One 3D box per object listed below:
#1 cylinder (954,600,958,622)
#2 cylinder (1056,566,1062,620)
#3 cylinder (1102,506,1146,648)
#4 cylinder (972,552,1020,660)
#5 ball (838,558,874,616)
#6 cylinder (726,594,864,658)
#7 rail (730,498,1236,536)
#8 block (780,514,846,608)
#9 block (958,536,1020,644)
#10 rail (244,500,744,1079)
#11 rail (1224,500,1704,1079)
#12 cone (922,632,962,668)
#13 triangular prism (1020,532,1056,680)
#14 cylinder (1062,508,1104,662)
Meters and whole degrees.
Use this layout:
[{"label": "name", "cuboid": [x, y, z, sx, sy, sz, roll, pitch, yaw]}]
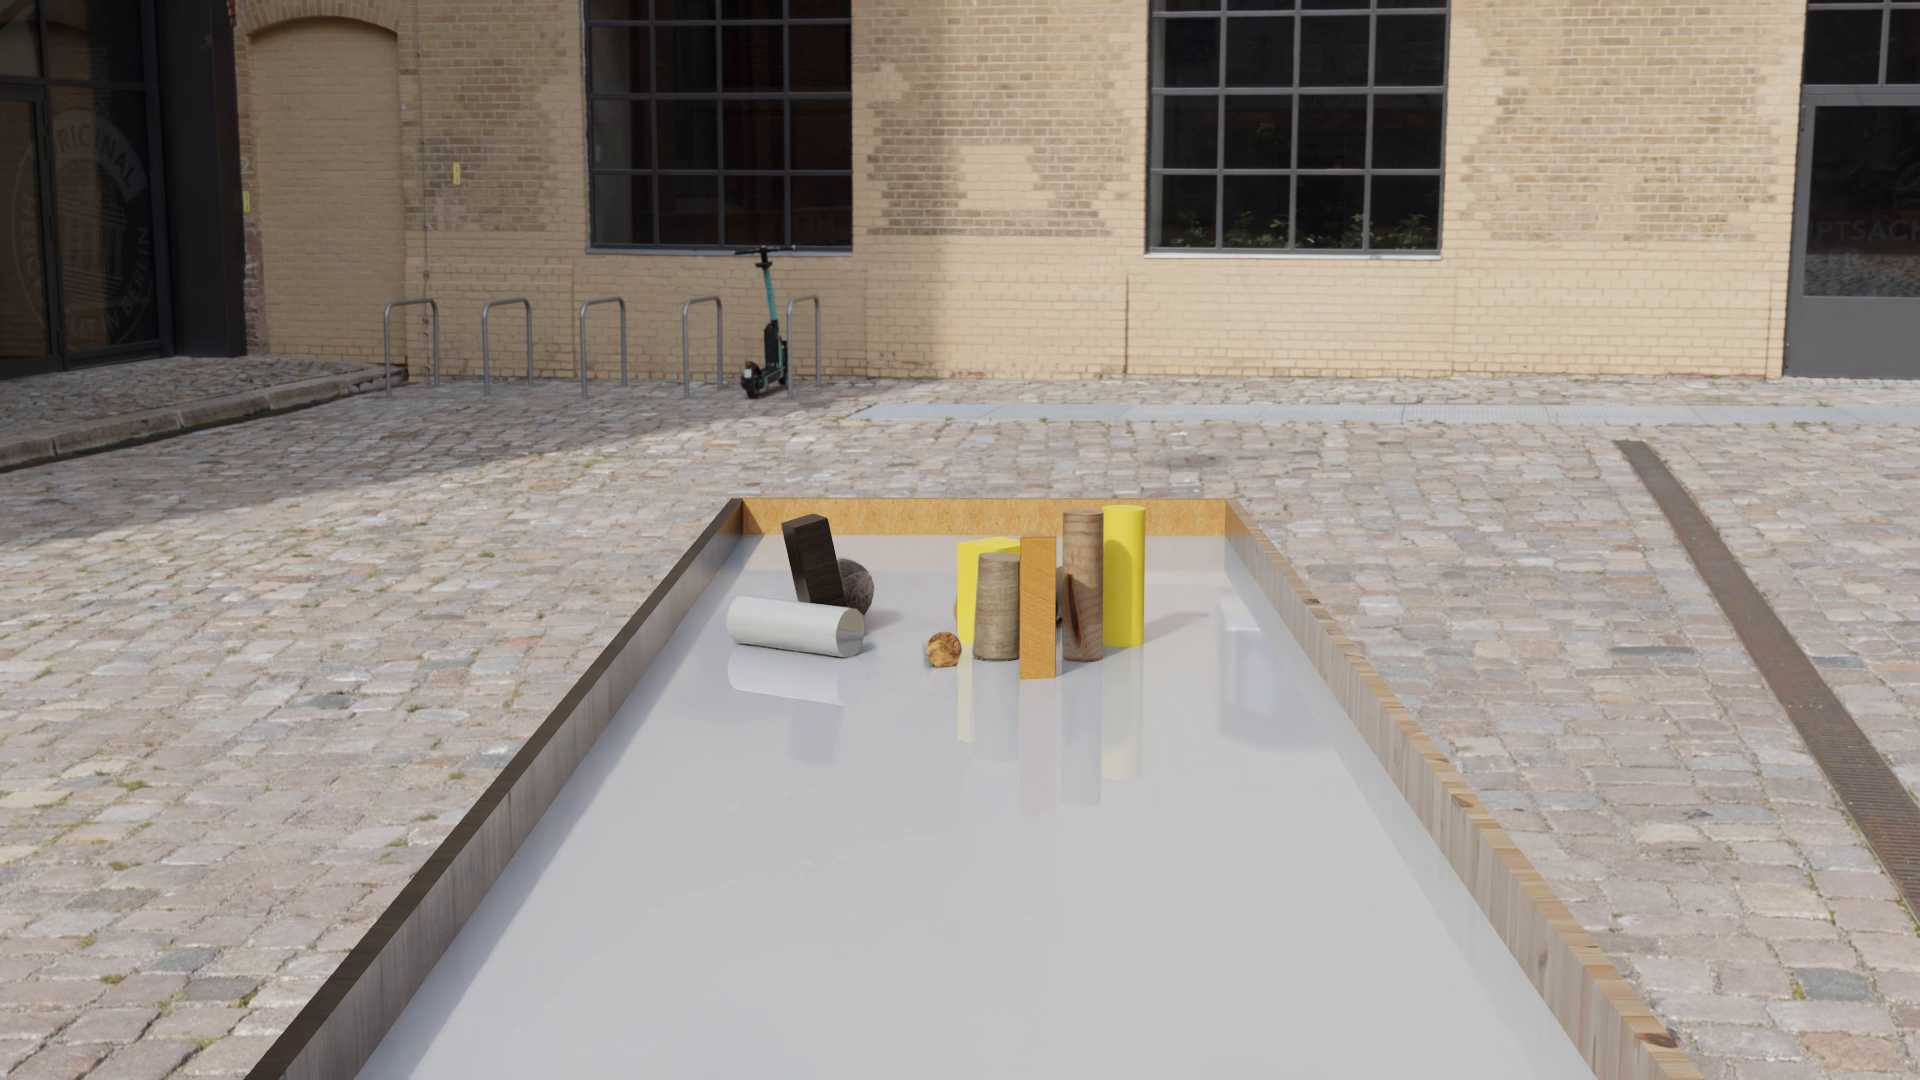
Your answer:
[{"label": "cylinder", "cuboid": [0.064, 0.201, 7.350, 0.123, 0.123, 0.390, 1, 9, 8]}, {"label": "cylinder", "cuboid": [0.305, 0.190, 7.338, 0.148, 0.148, 0.408, 3, 9, 17]}, {"label": "cylinder", "cuboid": [0.513, 0.113, 6.924, 0.136, 0.430, 0.136, 0, 9, 0]}, {"label": "cylinder", "cuboid": [0.123, 0.202, 6.724, 0.153, 0.307, 0.153, 4, 10, -1]}, {"label": "ball", "cuboid": [-0.391, 0.169, 7.253, 0.215, 0.215, 0.215, 0, 9, 0]}, {"label": "cylinder", "cuboid": [-0.512, 0.267, 6.838, 0.419, 0.153, 0.153, 6, 11, 32]}, {"label": "rail", "cuboid": [0.099, -0.098, 9.147, 2.100, 0.150, 0.050, 0, 9, 1]}, {"label": "block", "cuboid": [-0.453, 0.122, 6.959, 0.115, 0.385, 0.115, -18, 15, -23]}, {"label": "block", "cuboid": [0.118, 0.166, 6.947, 0.177, 0.318, 0.177, -8, 12, -42]}, {"label": "rail", "cuboid": [-1.004, 0.839, 3.234, 0.050, 0.150, 12.000, 0, 9, 1]}, {"label": "rail", "cuboid": [1.046, 0.843, 3.208, 0.050, 0.150, 12.000, 0, 9, 1]}, {"label": "cone", "cuboid": [-0.084, 0.329, 6.767, 0.107, 0.107, 0.347, -2, 0, -12]}, {"label": "triangular prism", "cuboid": [0.218, 0.191, 6.456, 0.107, 0.422, 0.093, -2, 9, -11]}, {"label": "cylinder", "cuboid": [0.374, 0.138, 6.694, 0.125, 0.452, 0.125, 0, 9, 0]}]
